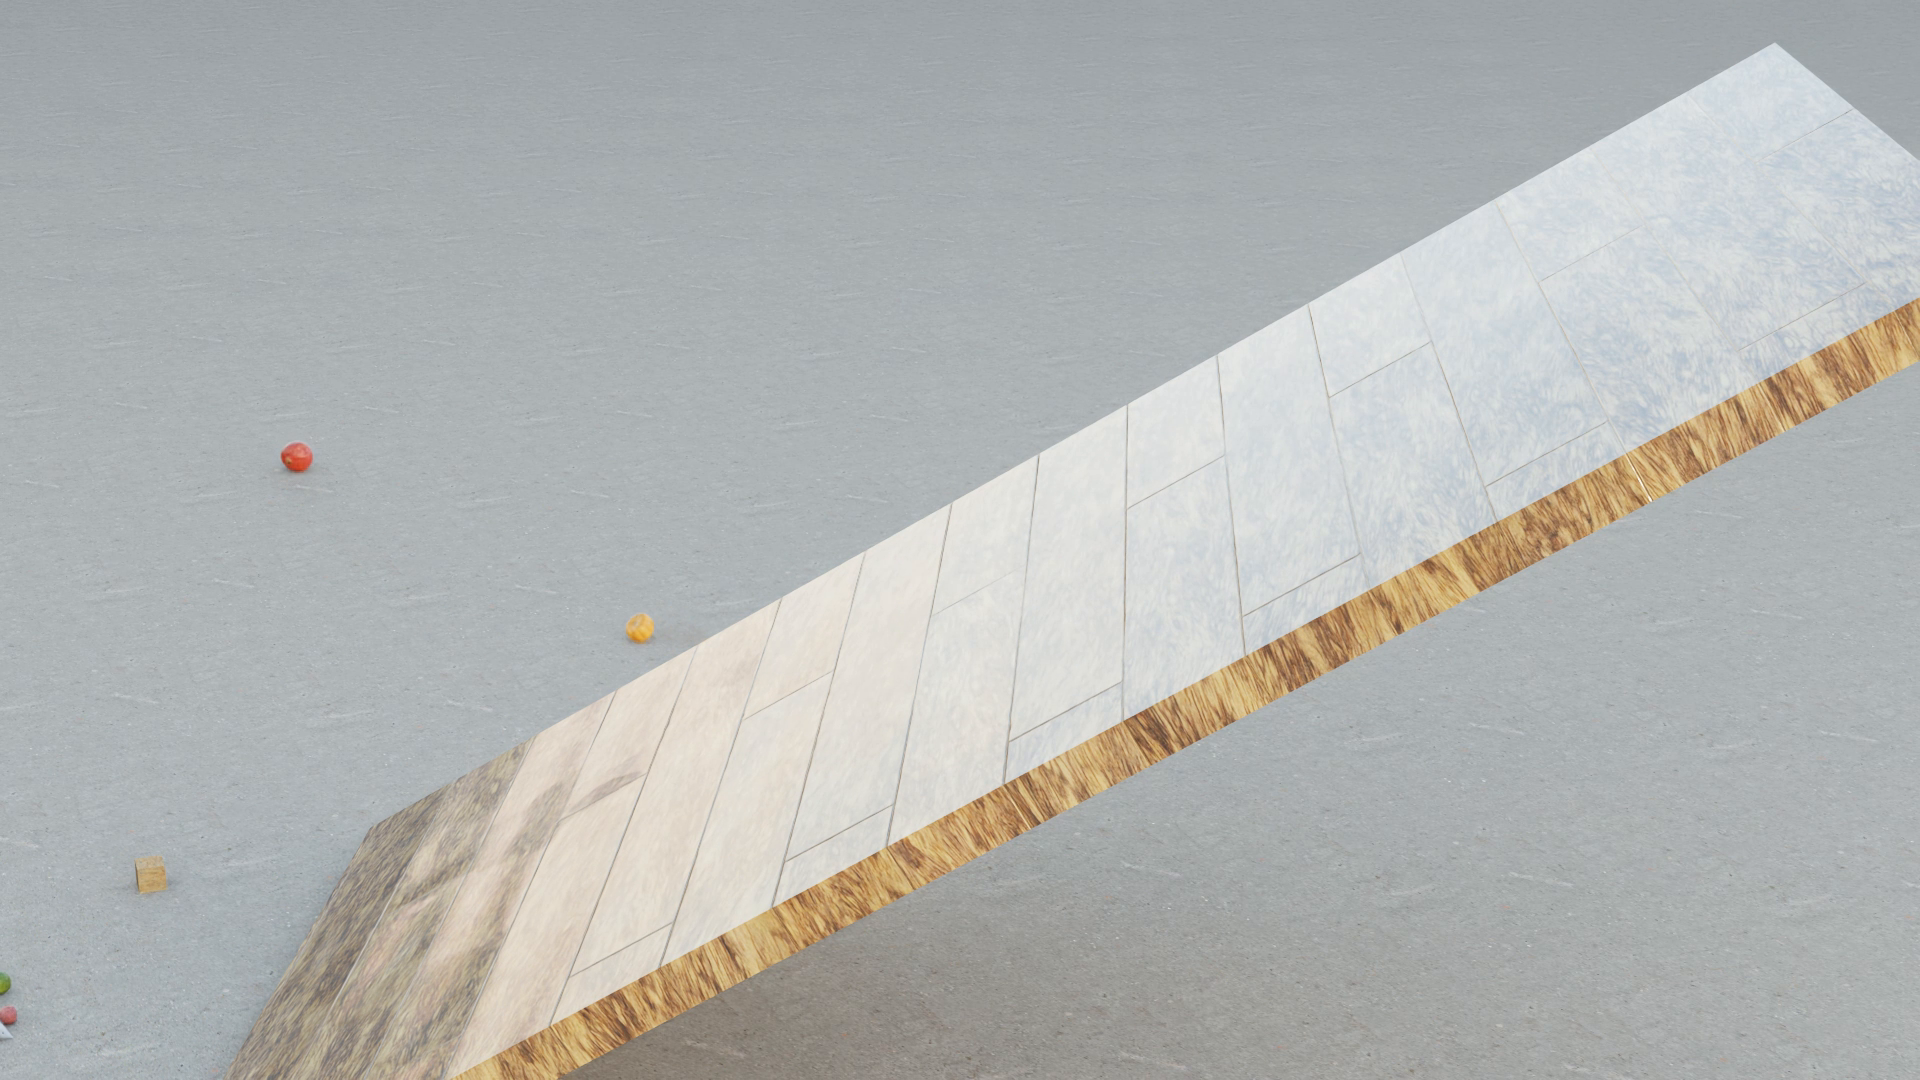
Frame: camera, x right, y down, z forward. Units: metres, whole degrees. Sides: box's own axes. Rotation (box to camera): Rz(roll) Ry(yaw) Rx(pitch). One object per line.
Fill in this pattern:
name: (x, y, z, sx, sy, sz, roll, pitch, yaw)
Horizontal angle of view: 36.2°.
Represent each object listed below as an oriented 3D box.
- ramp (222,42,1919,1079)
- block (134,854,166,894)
ramp: (0.142, 0.168, 6.287, 4.000, 0.100, 2.000, -29, 15, 12)
block: (-2.066, 0.853, 7.507, 0.068, 0.068, 0.068, -7, 20, -20)
